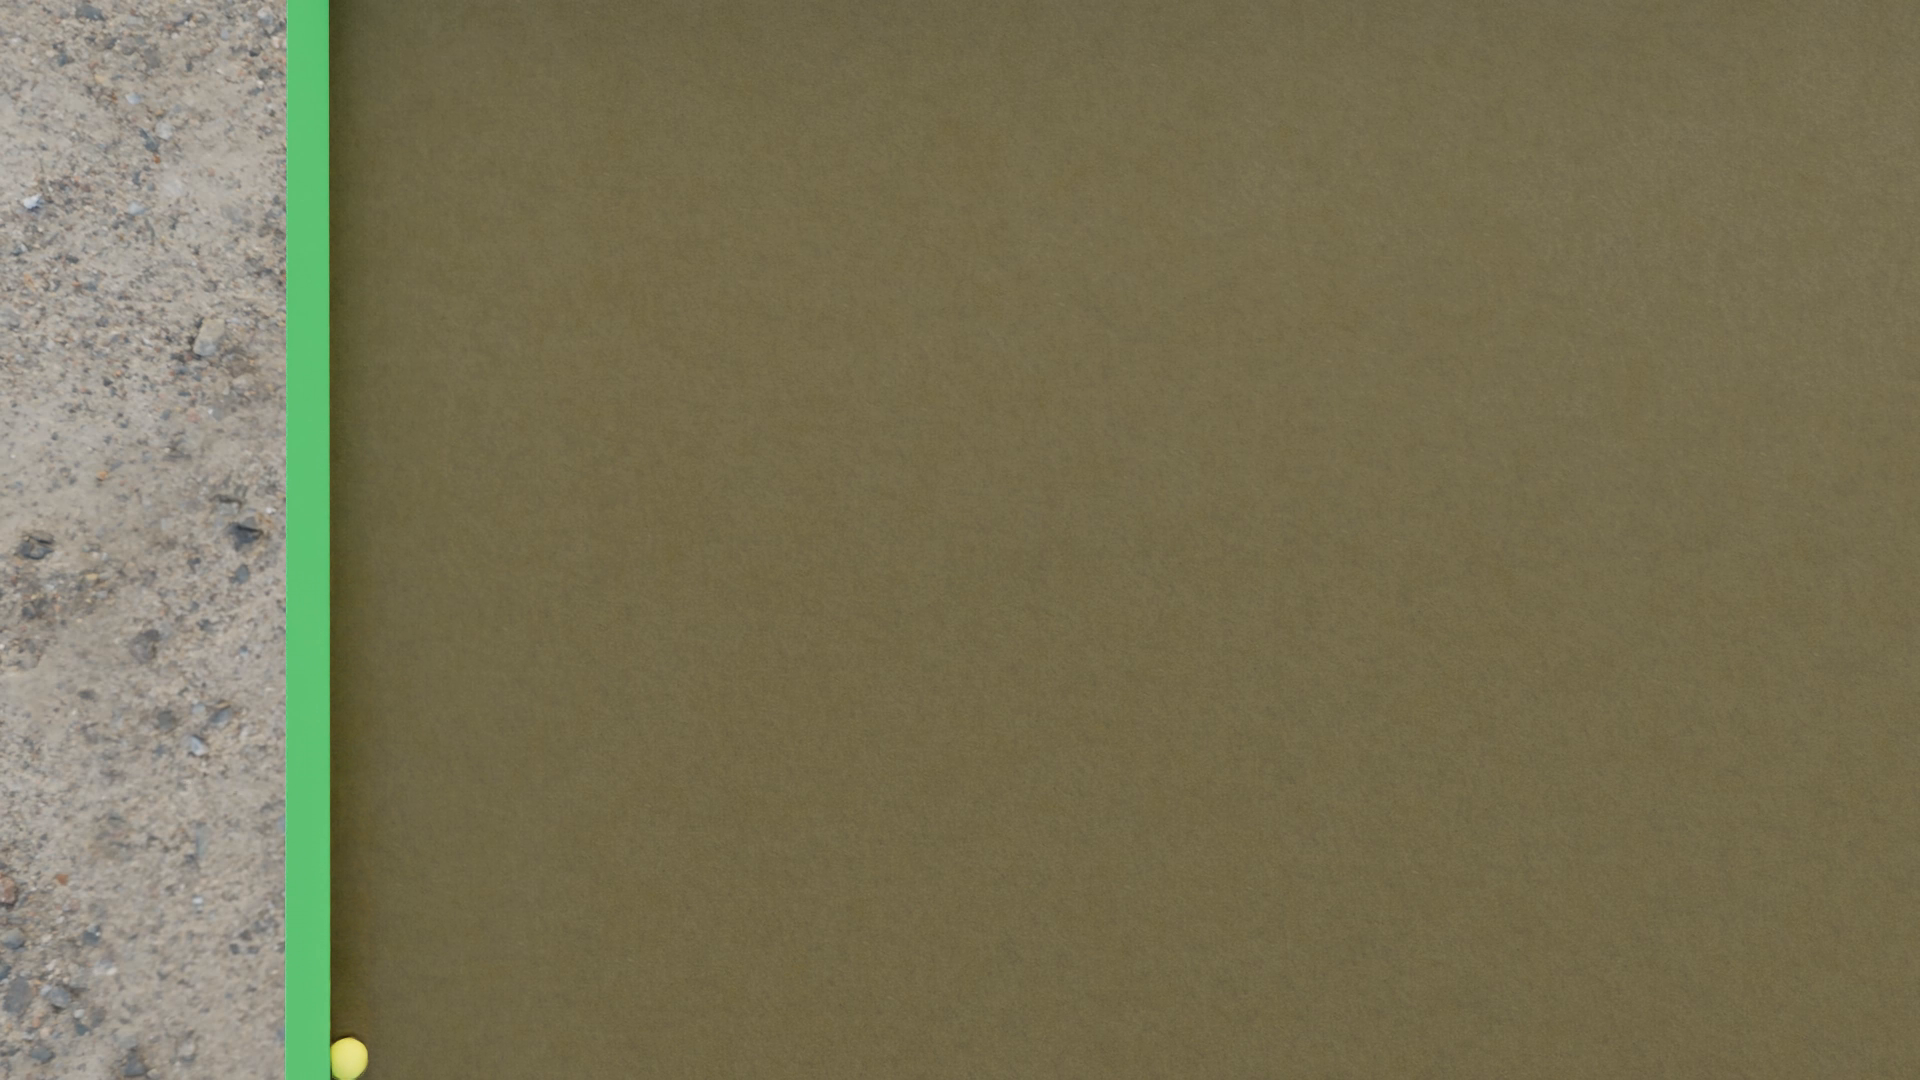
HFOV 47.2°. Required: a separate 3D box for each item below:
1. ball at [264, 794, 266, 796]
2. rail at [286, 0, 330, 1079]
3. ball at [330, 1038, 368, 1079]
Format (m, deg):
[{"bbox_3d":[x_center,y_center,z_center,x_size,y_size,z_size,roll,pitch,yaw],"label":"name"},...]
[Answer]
[{"bbox_3d":[-20.515,7.520,64.881,0.092,0.092,0.092,0,82,0],"label":"ball"},{"bbox_3d":[-0.951,0.034,3.236,0.045,0.119,2.166,-2,82,0],"label":"rail"},{"bbox_3d":[-0.882,0.747,3.166,0.059,0.059,0.059,0,82,0],"label":"ball"}]
